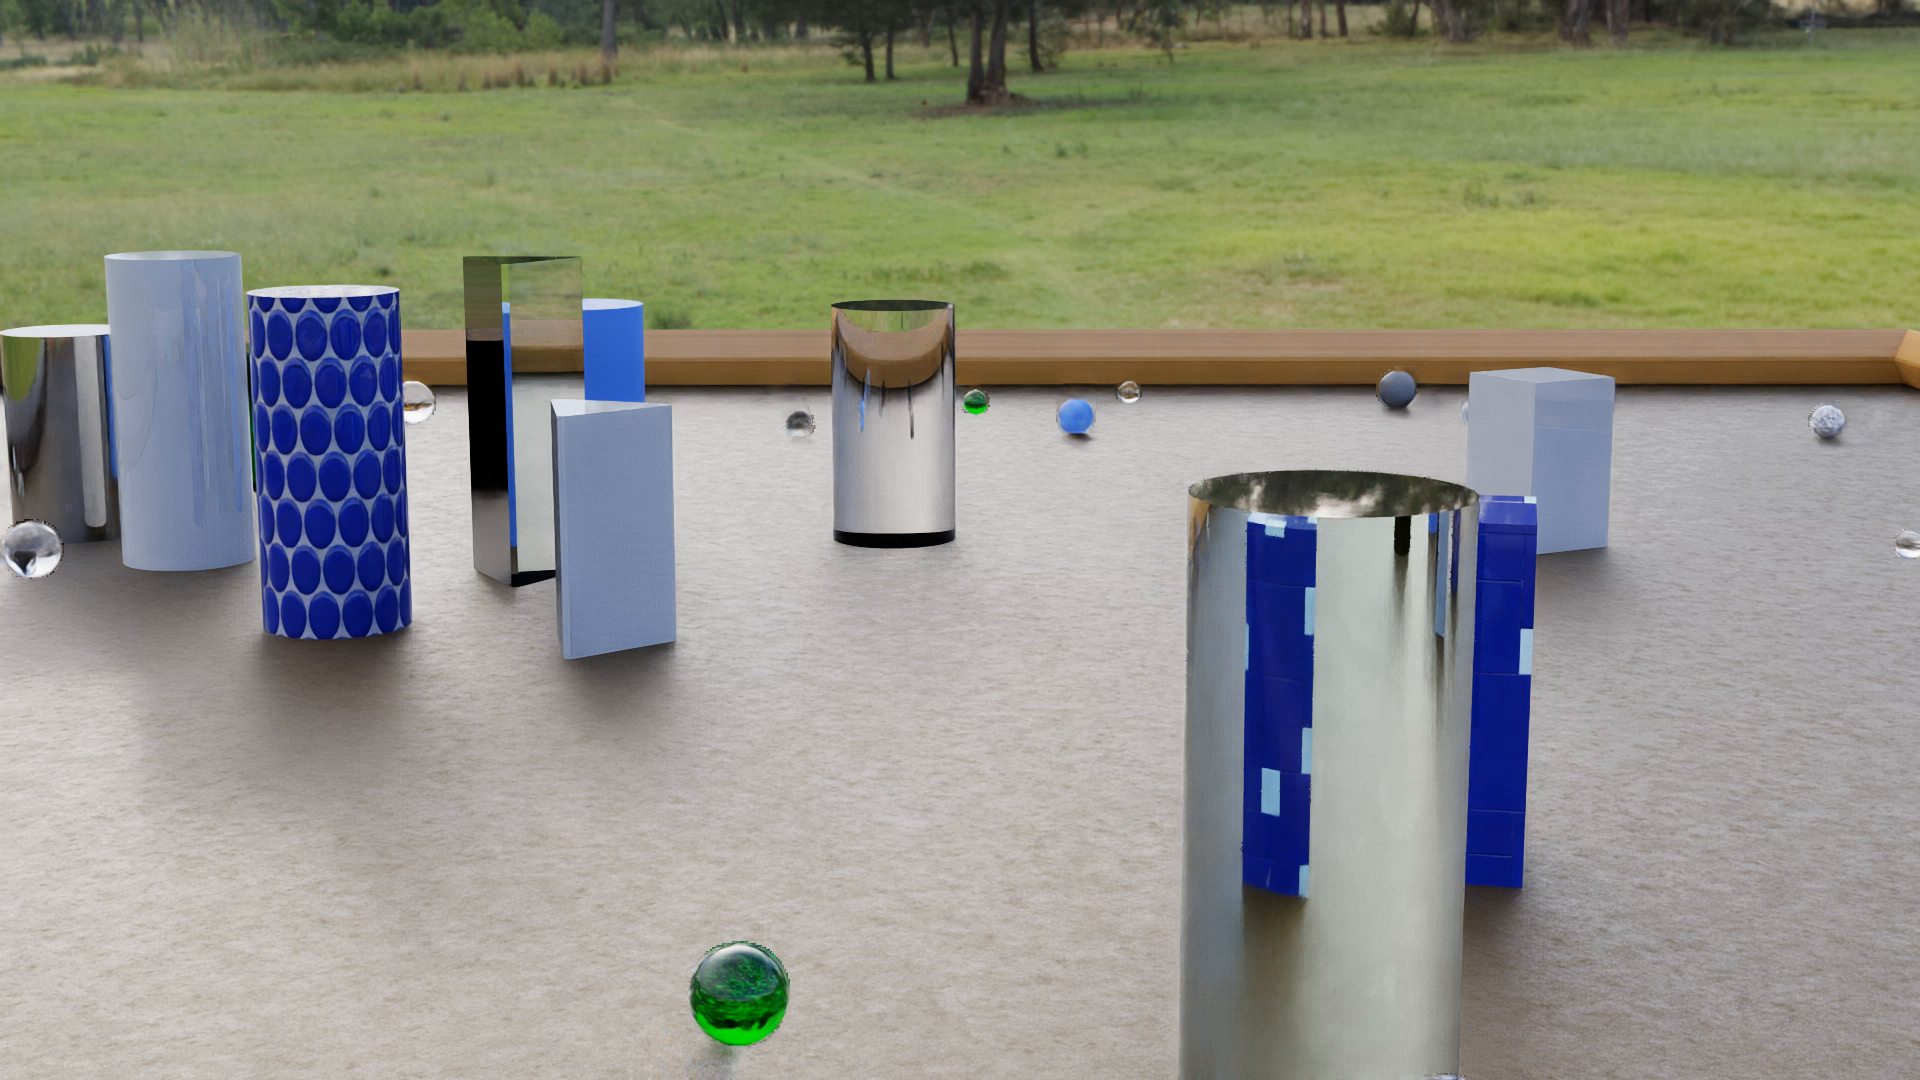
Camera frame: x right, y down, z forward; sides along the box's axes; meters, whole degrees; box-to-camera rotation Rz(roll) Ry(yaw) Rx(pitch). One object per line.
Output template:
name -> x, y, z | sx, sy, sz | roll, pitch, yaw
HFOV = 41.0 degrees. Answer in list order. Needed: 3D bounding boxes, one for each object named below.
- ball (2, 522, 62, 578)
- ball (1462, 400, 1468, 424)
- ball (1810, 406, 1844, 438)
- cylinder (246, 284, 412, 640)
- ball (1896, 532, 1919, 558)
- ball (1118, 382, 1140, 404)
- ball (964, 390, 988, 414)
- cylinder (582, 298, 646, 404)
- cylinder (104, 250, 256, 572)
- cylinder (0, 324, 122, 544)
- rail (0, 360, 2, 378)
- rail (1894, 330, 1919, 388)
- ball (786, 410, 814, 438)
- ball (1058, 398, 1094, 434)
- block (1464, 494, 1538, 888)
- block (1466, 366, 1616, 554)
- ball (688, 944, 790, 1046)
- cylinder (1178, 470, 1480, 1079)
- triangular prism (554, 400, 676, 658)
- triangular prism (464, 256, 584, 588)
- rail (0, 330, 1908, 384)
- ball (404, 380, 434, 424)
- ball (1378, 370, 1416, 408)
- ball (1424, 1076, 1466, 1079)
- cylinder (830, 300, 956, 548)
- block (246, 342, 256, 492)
ball -> -1.328, 0.014, 3.671 | 0.081, 0.081, 0.081 | 0, 11, 0
ball -> 1.046, -0.258, 5.185 | 0.063, 0.063, 0.063 | 0, 11, 0
ball -> 1.707, -0.233, 5.048 | 0.063, 0.063, 0.063 | 0, 11, 0
cylinder -> -0.818, -0.105, 3.338 | 0.191, 0.437, 0.191 | 0, 11, 0
ball -> 1.413, 0.008, 3.815 | 0.041, 0.041, 0.041 | 0, 11, 0
ball -> 0.366, -0.320, 5.556 | 0.047, 0.047, 0.047 | 0, 11, 0
ball -> 0.033, -0.288, 5.376 | 0.051, 0.051, 0.051 | 0, 11, 0
cylinder -> -0.589, -0.191, 4.015 | 0.191, 0.357, 0.191 | 0, 11, 0
cylinder -> -1.145, -0.193, 3.776 | 0.191, 0.450, 0.191 | 0, 11, 0
cylinder -> -1.385, -0.168, 4.000 | 0.191, 0.318, 0.191 | 0, 11, 0
rail -> -2.165, 0.034, 3.437 | 0.045, 0.124, 4.934 | 0, 11, 0
rail -> 2.165, 0.030, 3.461 | 0.045, 0.124, 4.934 | 0, 11, 0
ball -> -0.314, -0.227, 5.038 | 0.054, 0.054, 0.054 | 0, 11, 0
ball -> 0.230, -0.245, 5.090 | 0.071, 0.071, 0.071 | 0, 11, 0
block -> 0.444, 0.133, 2.353 | 0.153, 0.330, 0.153 | 2, 11, 12
block -> 0.884, -0.124, 3.921 | 0.153, 0.260, 0.153 | -5, 12, -27
ball -> -0.166, 0.341, 1.927 | 0.075, 0.075, 0.075 | 0, 11, 0
cylinder -> 0.246, 0.188, 1.737 | 0.191, 0.446, 0.191 | 0, 11, 0
triangular prism -> -0.472, -0.021, 3.253 | 0.166, 0.303, 0.144 | -9, 14, -41
triangular prism -> -0.646, -0.176, 3.673 | 0.144, 0.453, 0.166 | 6, 12, 30
rail -> -0.014, -0.415, 5.851 | 4.377, 0.124, 0.045 | 0, 11, 0
ball -> -1.119, -0.282, 5.247 | 0.086, 0.086, 0.086 | 0, 11, 0
ball -> 0.934, -0.322, 5.475 | 0.080, 0.080, 0.080 | 0, 11, 0
ball -> 0.312, 0.388, 1.642 | 0.088, 0.088, 0.088 | 0, 11, 0
cylinder -> -0.102, -0.182, 3.957 | 0.191, 0.361, 0.191 | 0, 11, 0
block -> -1.225, -0.216, 4.468 | 0.153, 0.240, 0.153 | -7, 12, -31
